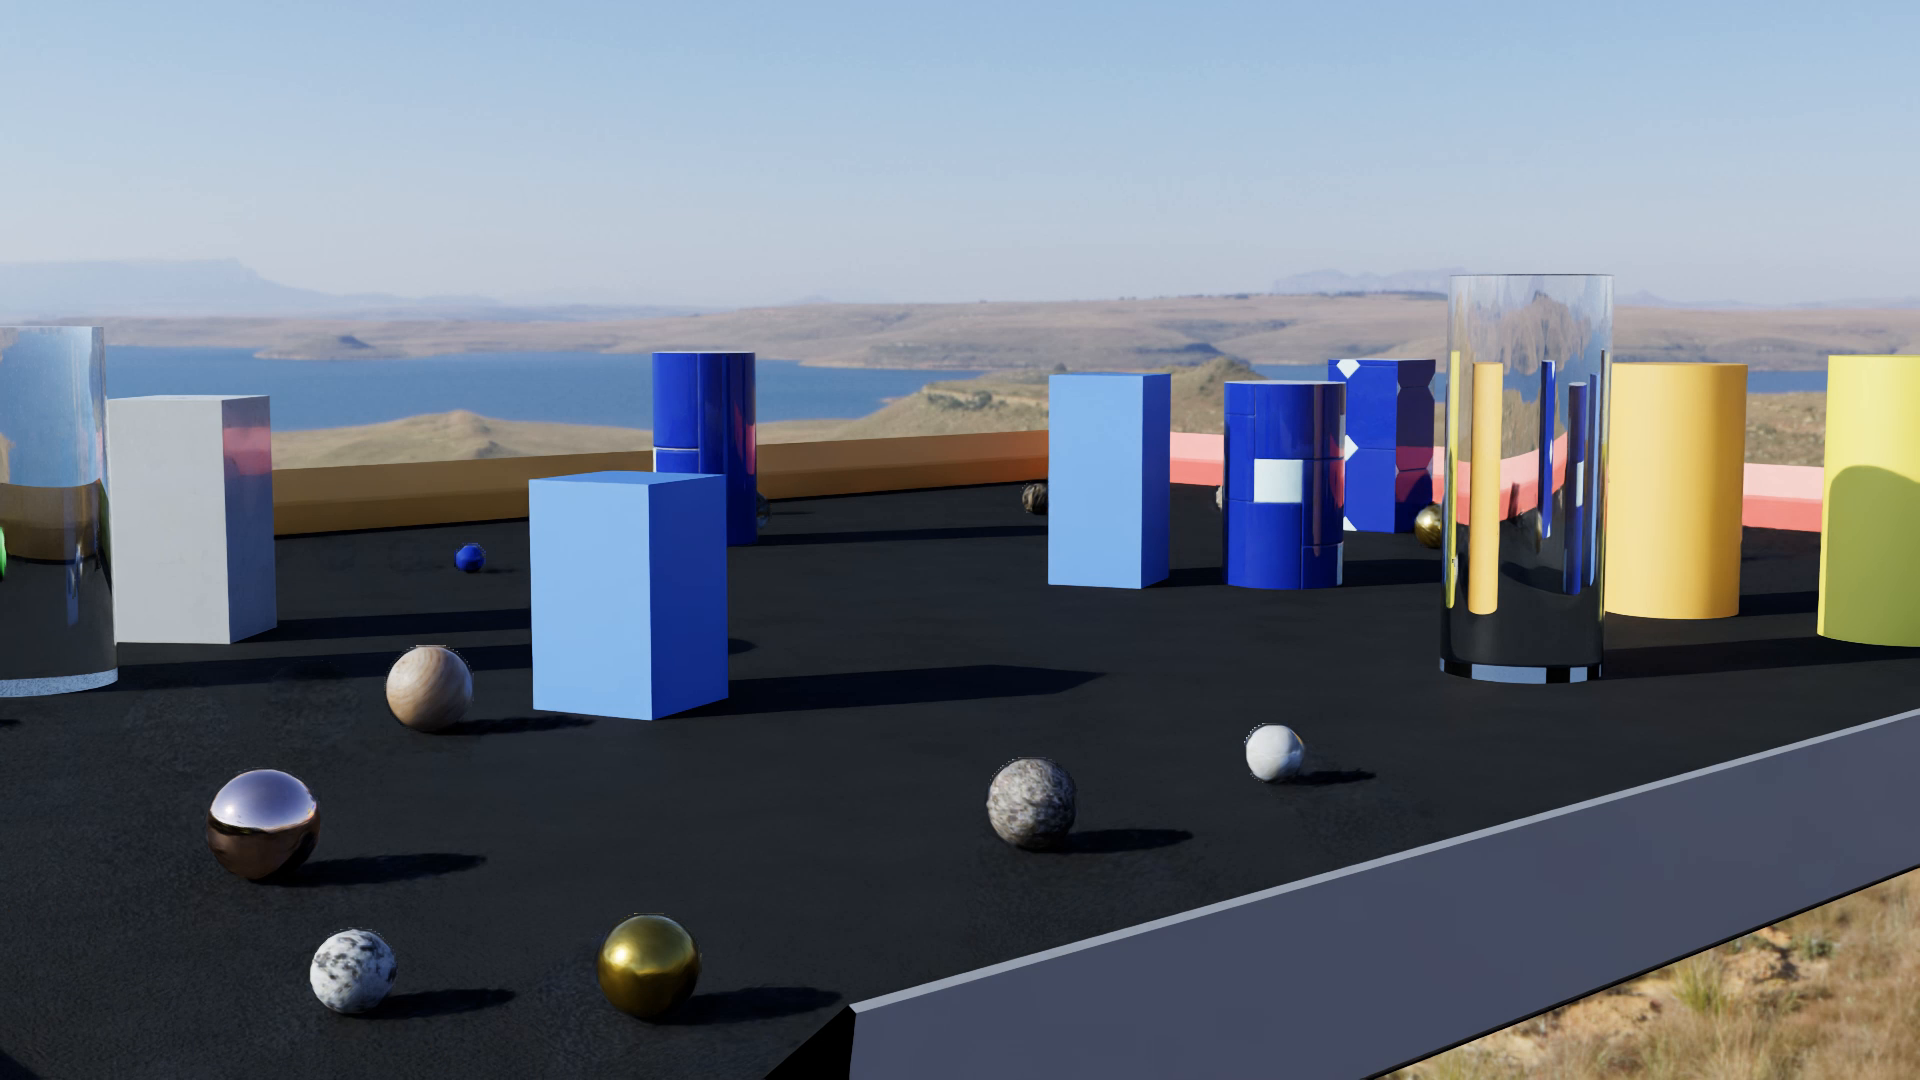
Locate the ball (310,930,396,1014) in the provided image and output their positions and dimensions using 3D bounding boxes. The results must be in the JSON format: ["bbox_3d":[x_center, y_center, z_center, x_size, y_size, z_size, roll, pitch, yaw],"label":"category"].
[{"bbox_3d":[-0.385,0.274,1.397,0.053,0.053,0.053,0,6,0],"label":"ball"}]

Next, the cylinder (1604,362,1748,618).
[{"bbox_3d":[1.058,-0.078,3.262,0.197,0.366,0.197,0,6,0],"label":"cylinder"}]

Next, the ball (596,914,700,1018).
[{"bbox_3d":[-0.197,0.269,1.388,0.065,0.065,0.065,0,6,0],"label":"ball"}]

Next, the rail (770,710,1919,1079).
[{"bbox_3d":[1.128,0.160,2.117,4.047,0.128,0.045,-5,8,-42],"label":"rail"}]

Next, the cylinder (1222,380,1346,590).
[{"bbox_3d":[0.530,-0.094,3.601,0.197,0.328,0.197,0,6,0],"label":"cylinder"}]

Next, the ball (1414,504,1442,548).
[{"bbox_3d":[0.893,-0.026,4.117,0.084,0.084,0.084,0,6,0],"label":"ball"}]

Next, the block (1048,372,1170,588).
[{"bbox_3d":[0.247,-0.102,3.614,0.158,0.340,0.158,2,6,22],"label":"block"}]

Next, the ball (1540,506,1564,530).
[{"bbox_3d":[1.206,-0.045,4.477,0.049,0.049,0.049,0,6,0],"label":"ball"}]

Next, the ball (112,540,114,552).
[{"bbox_3d":[-1.392,0.006,3.745,0.099,0.099,0.099,0,6,0],"label":"ball"}]

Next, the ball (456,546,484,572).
[{"bbox_3d":[-0.833,0.032,3.742,0.047,0.047,0.047,0,6,0],"label":"ball"}]

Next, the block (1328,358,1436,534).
[{"bbox_3d":[0.860,-0.196,4.496,0.158,0.345,0.158,5,8,40],"label":"block"}]

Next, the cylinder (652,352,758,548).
[{"bbox_3d":[-0.488,-0.177,4.211,0.197,0.365,0.197,0,6,0],"label":"cylinder"}]

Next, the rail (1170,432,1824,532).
[{"bbox_3d":[1.470,-0.108,4.681,0.045,0.128,3.373,-5,8,-42],"label":"rail"}]

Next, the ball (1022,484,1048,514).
[{"bbox_3d":[0.171,-0.090,4.808,0.068,0.068,0.068,0,6,0],"label":"ball"}]

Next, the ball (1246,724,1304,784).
[{"bbox_3d":[0.298,0.202,2.078,0.055,0.055,0.055,0,6,0],"label":"ball"}]

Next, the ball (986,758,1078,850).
[{"bbox_3d":[0.060,0.219,1.822,0.075,0.075,0.075,0,6,0],"label":"ball"}]

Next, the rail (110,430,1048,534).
[{"bbox_3d":[-1.128,-0.094,4.547,4.047,0.128,0.045,-5,8,-42],"label":"rail"}]

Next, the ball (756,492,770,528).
[{"bbox_3d":[-0.425,-0.060,4.460,0.081,0.081,0.081,0,6,0],"label":"ball"}]

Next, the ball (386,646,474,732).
[{"bbox_3d":[-0.562,0.158,2.332,0.090,0.090,0.090,0,6,0],"label":"ball"}]

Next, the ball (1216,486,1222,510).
[{"bbox_3d":[0.597,-0.093,4.793,0.077,0.077,0.077,0,6,0],"label":"ball"}]

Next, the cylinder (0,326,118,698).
[{"bbox_3d":[-1.114,-0.040,2.615,0.197,0.425,0.197,0,6,0],"label":"cylinder"}]

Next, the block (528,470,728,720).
[{"bbox_3d":[-0.372,0.057,2.487,0.158,0.258,0.158,3,7,26],"label":"block"}]

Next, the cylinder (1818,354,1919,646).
[{"bbox_3d":[1.282,-0.059,2.998,0.197,0.383,0.197,0,6,0],"label":"cylinder"}]

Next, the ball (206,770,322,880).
[{"bbox_3d":[-0.546,0.223,1.723,0.087,0.087,0.087,0,6,0],"label":"ball"}]

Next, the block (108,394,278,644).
[{"bbox_3d":[-1.049,-0.032,3.015,0.158,0.326,0.158,1,6,5],"label":"block"}]

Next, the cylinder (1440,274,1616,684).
[{"bbox_3d":[0.695,-0.081,2.704,0.197,0.487,0.197,0,6,0],"label":"cylinder"}]
